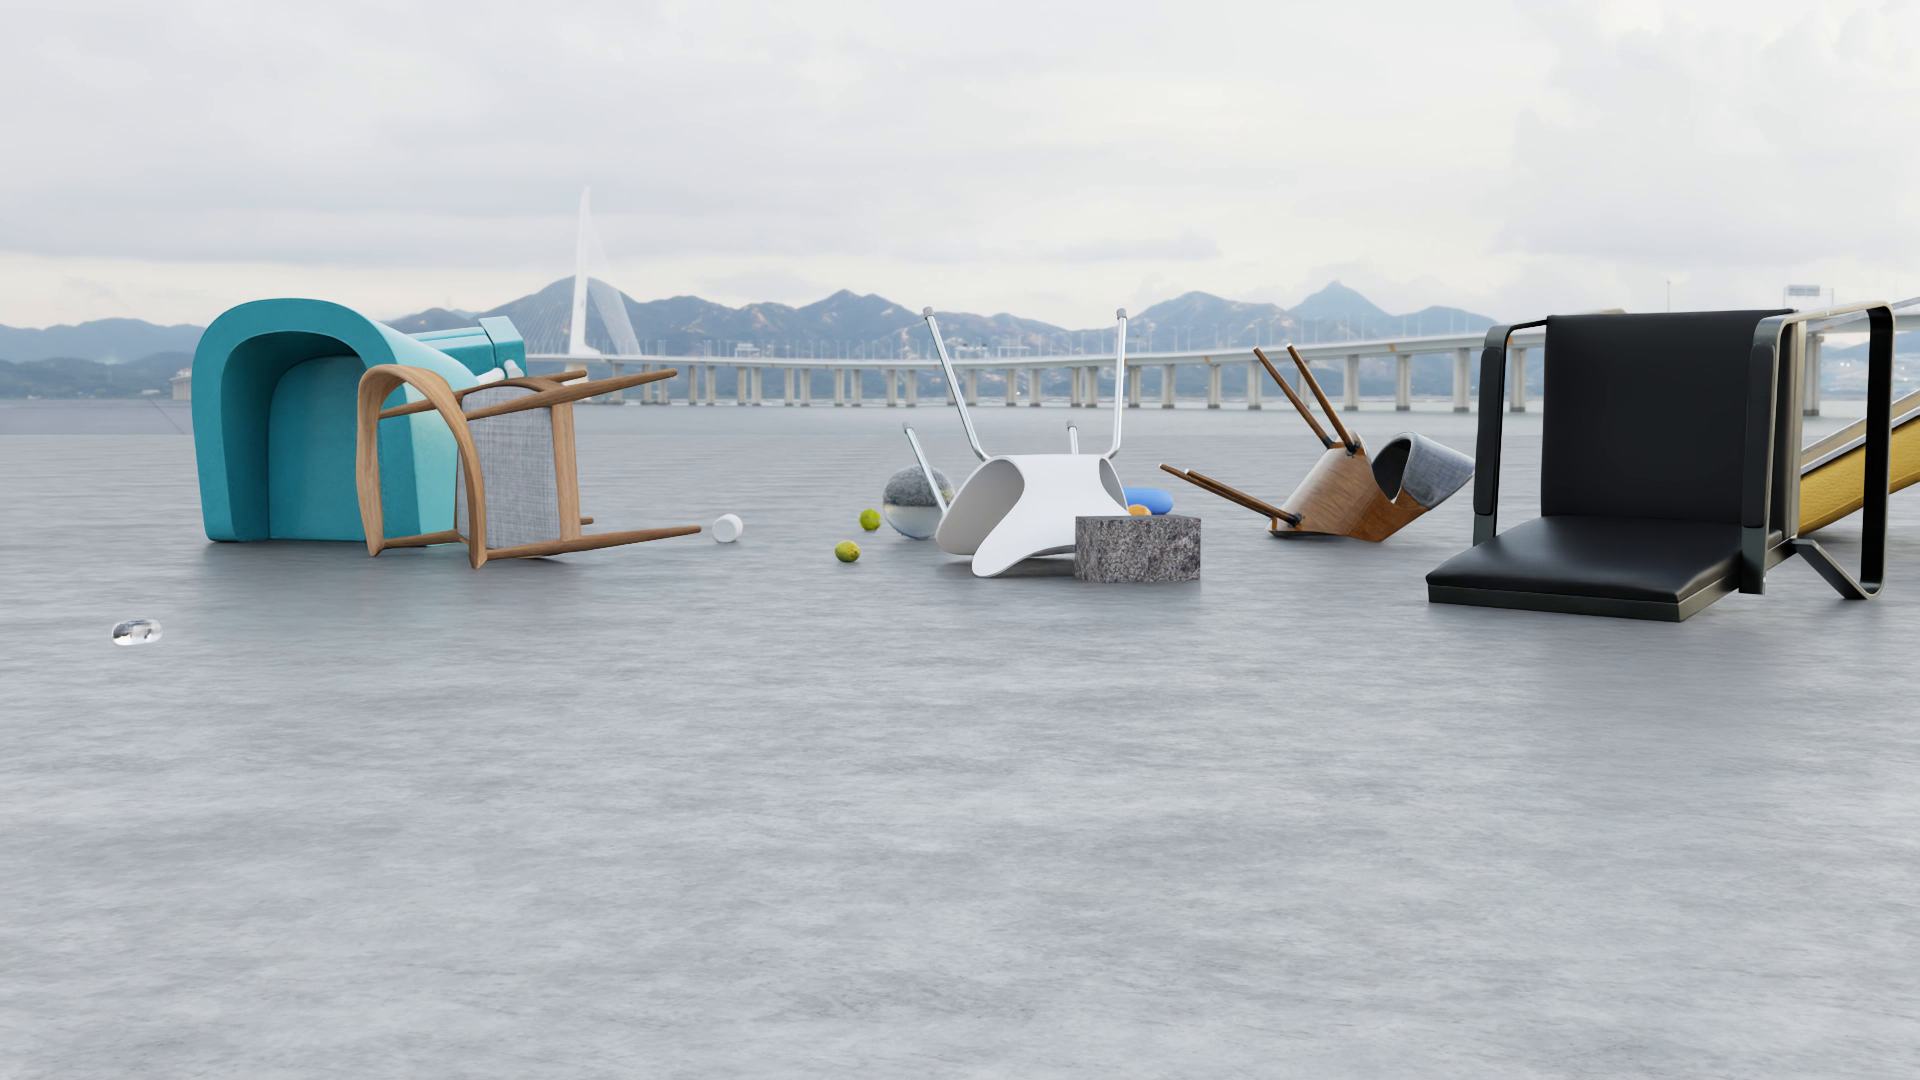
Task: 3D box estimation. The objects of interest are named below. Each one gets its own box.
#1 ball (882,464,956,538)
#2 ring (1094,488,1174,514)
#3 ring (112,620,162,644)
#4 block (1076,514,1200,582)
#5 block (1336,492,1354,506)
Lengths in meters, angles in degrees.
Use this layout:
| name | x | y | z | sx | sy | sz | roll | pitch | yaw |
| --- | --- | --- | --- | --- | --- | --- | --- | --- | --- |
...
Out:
| name | x | y | z | sx | sy | sz | roll | pitch | yaw |
| --- | --- | --- | --- | --- | --- | --- | --- | --- | --- |
| ball | -0.122 | -0.115 | 6.586 | 0.223 | 0.223 | 0.223 | 0 | 4 | 0 |
| ring | 0.626 | -0.139 | 7.936 | 0.297 | 0.090 | 0.225 | 3 | 6 | 23 |
| ring | -1.457 | 0.163 | 3.897 | 0.049 | 0.039 | 0.113 | 3 | 4 | 22 |
| block | 0.420 | 0.019 | 5.202 | 0.255 | 0.146 | 0.162 | -1 | 4 | -16 |
| block | 1.483 | -0.157 | 8.460 | 0.043 | 0.052 | 0.059 | -3 | 5 | -35 |
